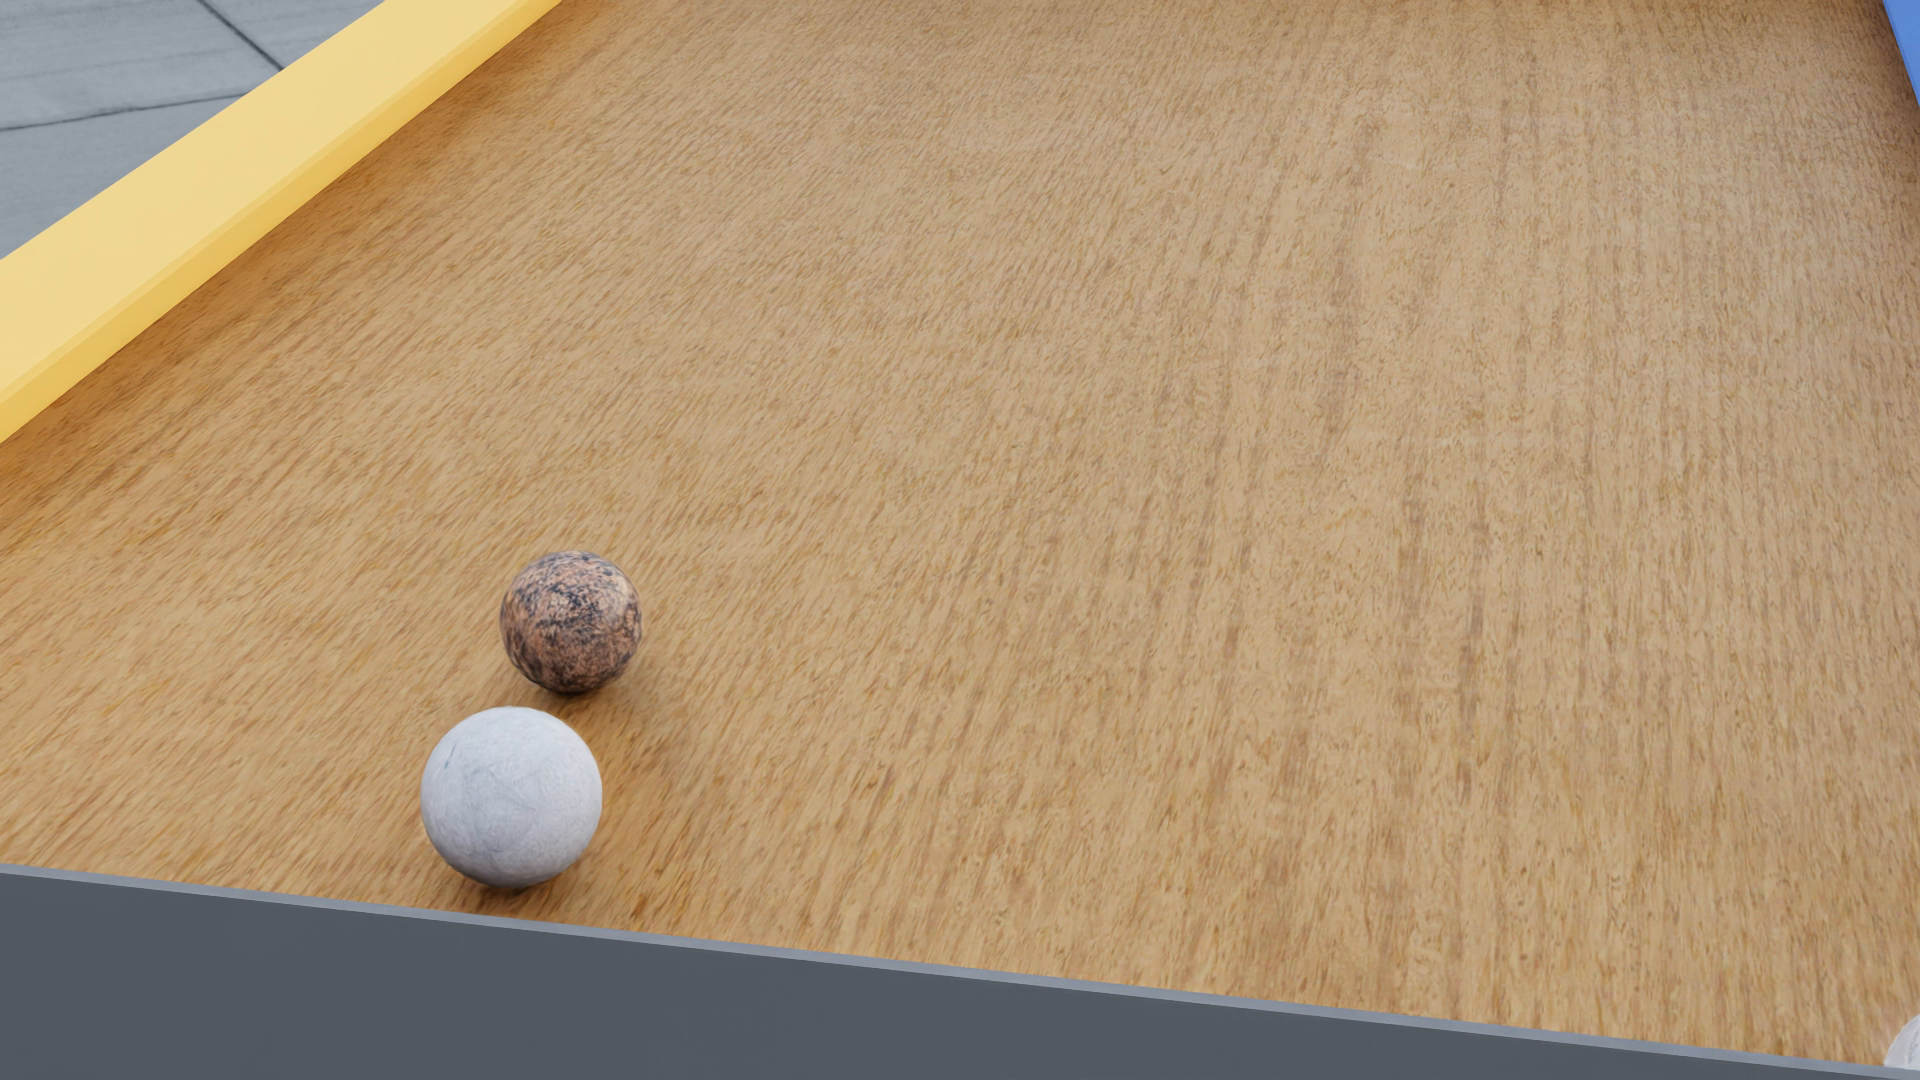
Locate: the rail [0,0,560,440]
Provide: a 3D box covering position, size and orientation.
[{"bbox_3d":[-0.590,-0.341,2.608,0.045,0.129,2.541,5,25,10],"label":"rail"}]

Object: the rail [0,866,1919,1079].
[{"bbox_3d":[-0.118,0.230,1.370,1.501,0.129,0.045,5,25,10],"label":"rail"}]

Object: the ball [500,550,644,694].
[{"bbox_3d":[-0.239,0.051,1.809,0.088,0.088,0.088,0,25,0],"label":"ball"}]

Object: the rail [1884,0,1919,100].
[{"bbox_3d":[0.835,-0.224,2.353,0.045,0.129,2.541,5,25,10],"label":"rail"}]

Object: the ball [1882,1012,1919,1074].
[{"bbox_3d":[0.473,0.257,1.348,0.099,0.099,0.099,0,25,0],"label":"ball"}]

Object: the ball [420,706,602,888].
[{"bbox_3d":[-0.244,0.140,1.602,0.099,0.099,0.099,0,25,0],"label":"ball"}]
